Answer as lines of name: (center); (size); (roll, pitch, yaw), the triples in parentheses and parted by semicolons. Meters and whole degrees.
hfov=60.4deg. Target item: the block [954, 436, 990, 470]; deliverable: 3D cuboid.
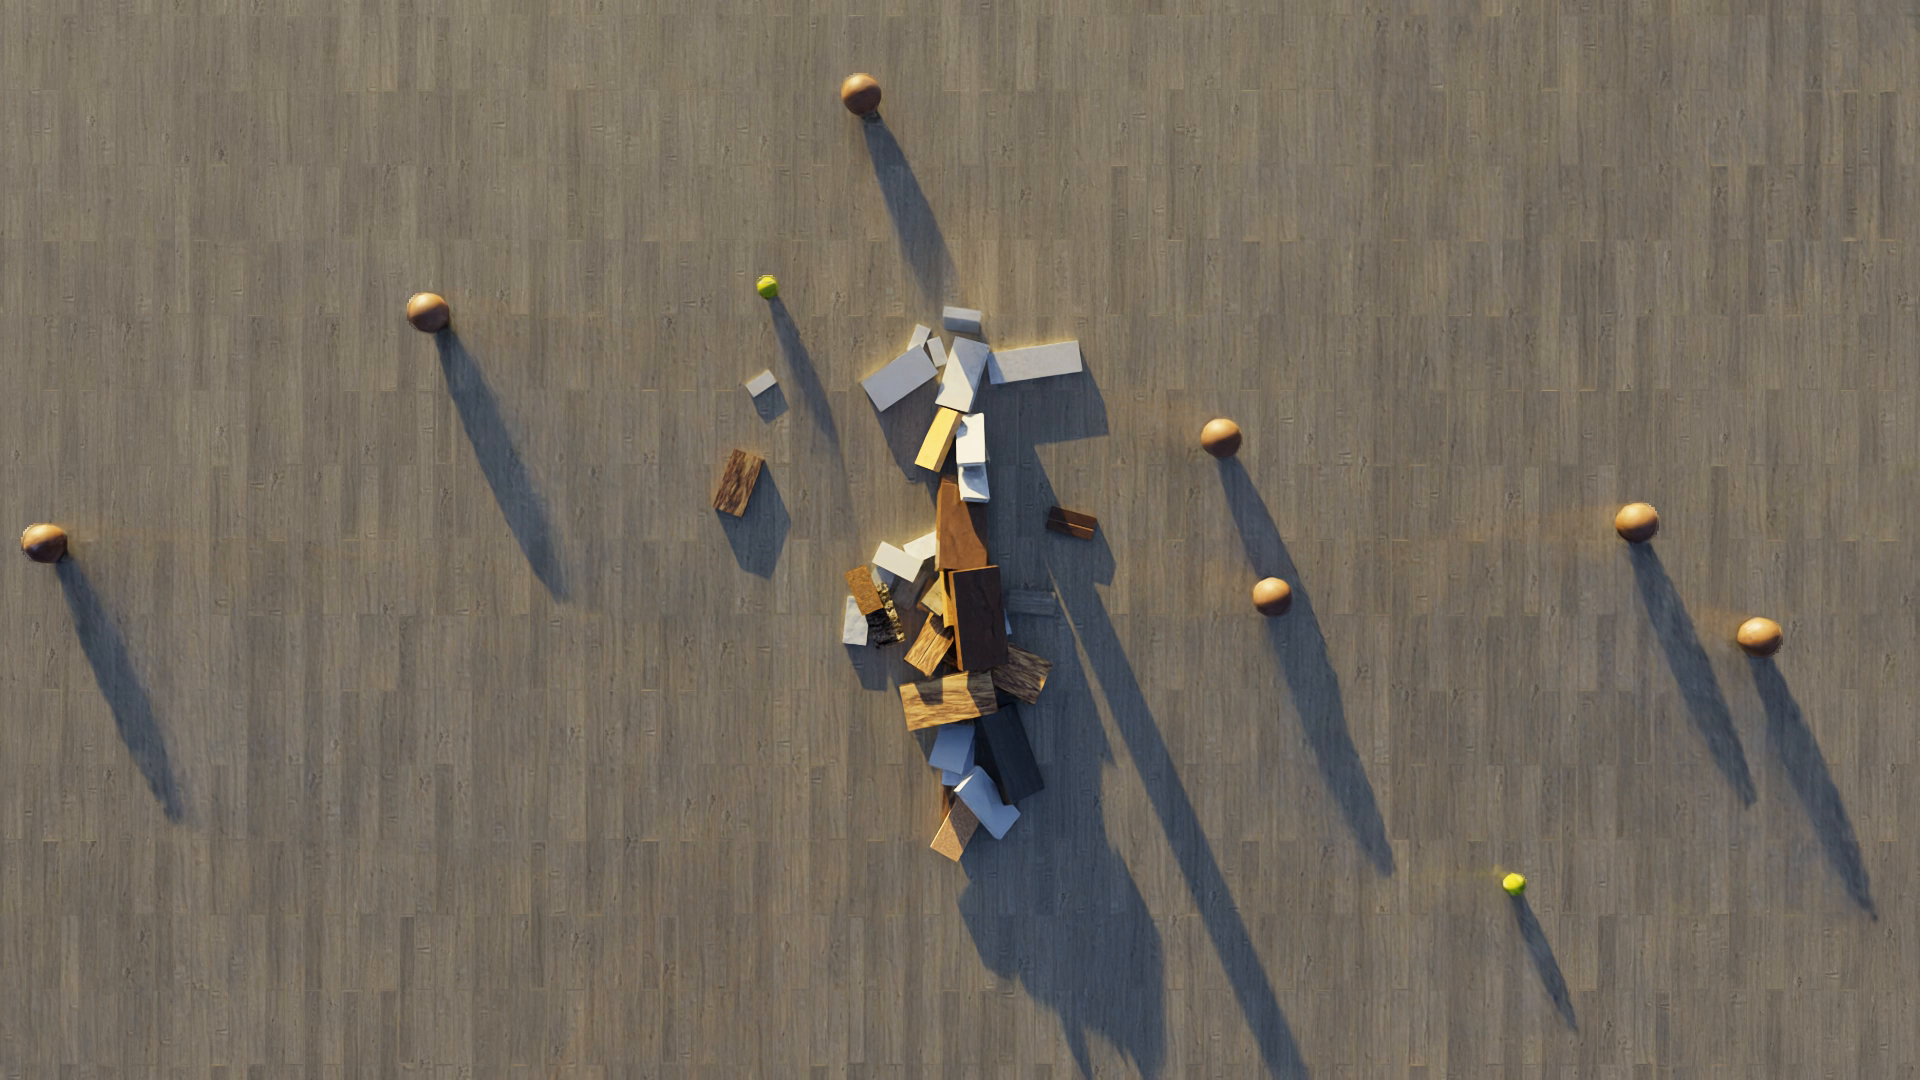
block: (0.032, -0.323, 5.445); (0.091, 0.026, 0.183); (-16, 63, -3)

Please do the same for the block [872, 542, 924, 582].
block: (-0.205, 0.073, 5.456); (0.154, 0.022, 0.077); (26, 91, 11)

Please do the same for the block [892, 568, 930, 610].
block: (-0.167, 0.154, 5.490); (0.072, 0.020, 0.143); (29, 90, 0)

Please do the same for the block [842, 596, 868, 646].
block: (-0.342, 0.269, 5.489); (0.078, 0.022, 0.156); (6, 90, 0)

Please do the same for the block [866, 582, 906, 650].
block: (-0.261, 0.251, 5.465); (0.102, 0.029, 0.203); (-19, 91, -1)

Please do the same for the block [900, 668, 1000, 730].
block: (-0.034, 0.518, 5.387); (0.303, 0.043, 0.152); (-13, 85, 8)

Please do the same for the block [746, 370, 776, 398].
block: (-0.661, -0.520, 5.493); (0.094, 0.013, 0.047); (-34, 90, 0)

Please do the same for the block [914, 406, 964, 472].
block: (-0.069, -0.333, 5.451); (0.029, 0.103, 0.206); (23, 90, -40)

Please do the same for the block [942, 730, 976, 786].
block: (-0.004, 0.714, 5.460); (0.100, 0.028, 0.201); (5, 74, -1)

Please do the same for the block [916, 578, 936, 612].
block: (-0.101, 0.184, 5.492); (0.054, 0.015, 0.107); (24, 90, 0)

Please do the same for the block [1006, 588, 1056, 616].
block: (0.237, 0.206, 5.489); (0.156, 0.022, 0.078); (4, 90, 0)

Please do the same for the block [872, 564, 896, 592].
block: (-0.246, 0.098, 5.490); (0.072, 0.020, 0.143); (22, 90, 0)

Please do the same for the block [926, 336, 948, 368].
block: (-0.074, -0.626, 5.493); (0.047, 0.013, 0.094); (-18, 90, 0)

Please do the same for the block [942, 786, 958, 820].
block: (-0.007, 0.833, 5.486); (0.100, 0.028, 0.201); (2, 90, 0)

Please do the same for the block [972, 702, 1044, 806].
block: (0.162, 0.704, 5.438); (0.152, 0.043, 0.303); (-19, 90, -36)

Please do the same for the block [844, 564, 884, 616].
block: (-0.317, 0.165, 5.438); (0.077, 0.022, 0.154); (-23, 91, -1)

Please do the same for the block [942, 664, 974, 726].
block: (-0.003, 0.496, 5.454); (0.113, 0.032, 0.227); (3, 75, -1)

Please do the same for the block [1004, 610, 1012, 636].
block: (0.092, 0.226, 5.454); (0.102, 0.029, 0.203); (-14, 78, -13)

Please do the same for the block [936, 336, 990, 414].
block: (0.010, -0.548, 5.469); (0.117, 0.033, 0.233); (17, 90, 15)

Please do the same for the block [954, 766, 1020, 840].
block: (0.092, 0.864, 5.428); (0.113, 0.032, 0.227); (-47, 109, -26)

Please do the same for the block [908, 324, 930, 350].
block: (-0.137, -0.666, 5.493); (0.047, 0.013, 0.094); (23, 90, 0)

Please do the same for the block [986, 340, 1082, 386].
block: (0.247, -0.589, 5.485); (0.308, 0.029, 0.103); (-8, 90, 0)

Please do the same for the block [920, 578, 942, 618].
block: (-0.056, 0.171, 5.420); (0.078, 0.022, 0.156); (39, 65, -3)

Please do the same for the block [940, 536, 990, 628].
block: (0.019, 0.126, 5.417); (0.160, 0.045, 0.320); (0, 76, -18)

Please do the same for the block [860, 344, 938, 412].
block: (-0.199, -0.537, 5.476); (0.233, 0.033, 0.117); (-34, 92, 3)

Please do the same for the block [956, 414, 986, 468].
block: (0.035, -0.328, 5.419); (0.091, 0.026, 0.183); (-3, 63, 4)

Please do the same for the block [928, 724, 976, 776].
block: (-0.017, 0.650, 5.446); (0.113, 0.032, 0.227); (17, 75, 3)

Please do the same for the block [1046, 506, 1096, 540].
block: (0.370, -0.056, 5.489); (0.154, 0.022, 0.077); (15, 90, 0)

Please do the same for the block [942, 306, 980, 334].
block: (0.006, -0.710, 5.330); (0.117, 0.340, 0.033); (8, 91, 0)

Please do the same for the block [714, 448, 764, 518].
block: (-0.737, -0.189, 5.485); (0.103, 0.029, 0.206); (20, 90, 0)

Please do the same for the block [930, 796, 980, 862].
block: (-0.004, 0.951, 5.457); (0.100, 0.028, 0.201); (29, 90, 0)

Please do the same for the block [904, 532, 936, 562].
block: (-0.109, 0.023, 5.479); (0.143, 0.020, 0.072); (-24, 82, -5)

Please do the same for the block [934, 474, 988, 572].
block: (0.006, -0.050, 5.411); (0.160, 0.045, 0.320); (7, 73, -16)

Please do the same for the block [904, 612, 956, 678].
block: (-0.088, 0.336, 5.396); (0.102, 0.029, 0.203); (34, 73, 0)

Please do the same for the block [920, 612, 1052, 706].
block: (0.076, 0.383, 5.449); (0.440, 0.043, 0.152); (26, 74, -2)

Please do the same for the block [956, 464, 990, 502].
block: (0.041, -0.209, 5.429); (0.091, 0.026, 0.183); (4, 57, -18)

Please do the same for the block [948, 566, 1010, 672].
block: (0.062, 0.253, 5.341); (0.160, 0.045, 0.320); (-7, 95, -18)
